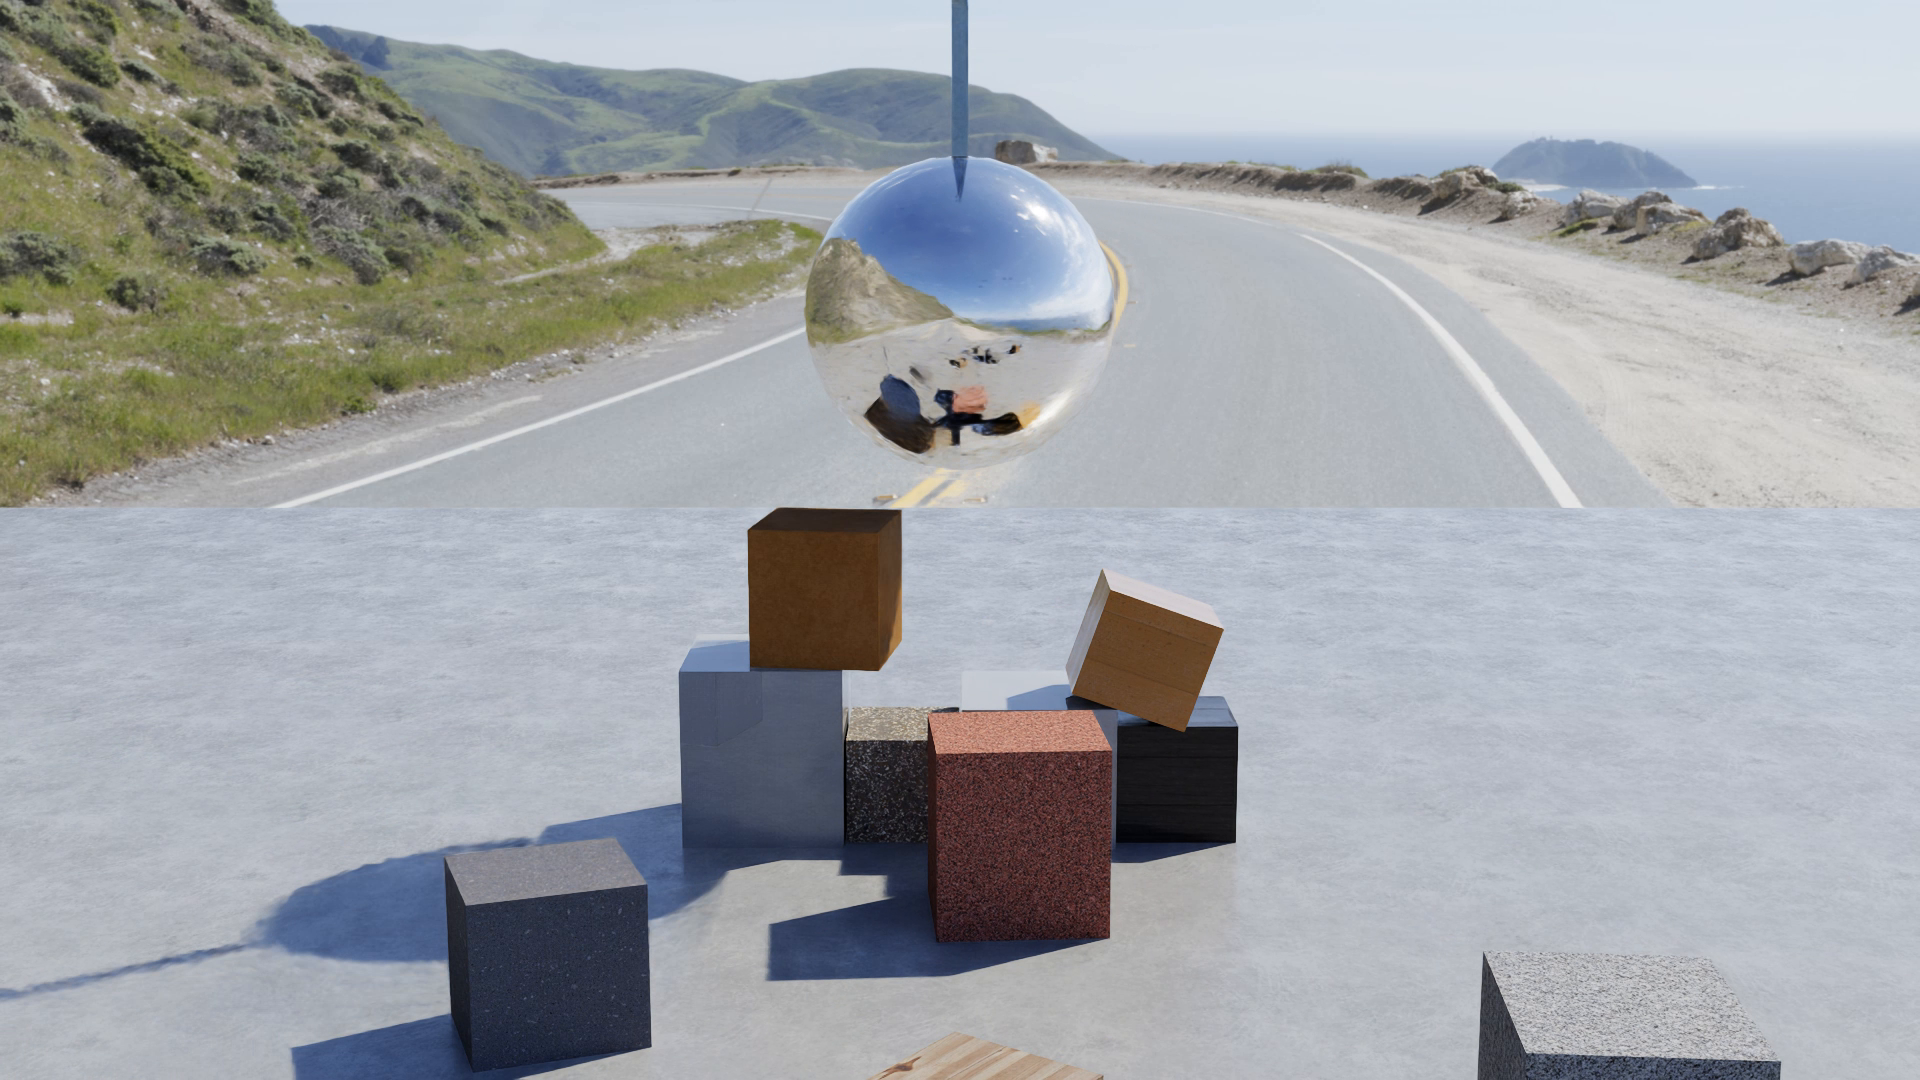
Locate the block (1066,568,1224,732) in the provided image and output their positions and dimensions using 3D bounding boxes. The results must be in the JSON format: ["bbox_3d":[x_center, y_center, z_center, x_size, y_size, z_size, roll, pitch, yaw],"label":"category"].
[{"bbox_3d":[0.923,0.549,11.120,0.596,0.558,0.552,19,10,-4],"label":"block"}]

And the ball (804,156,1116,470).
[{"bbox_3d":[0.000,-1.162,11.290,1.600,1.600,1.600,0,10,0],"label":"ball"}]

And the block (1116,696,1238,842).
[{"bbox_3d":[1.093,1.179,11.385,0.606,0.607,0.617,0,10,0],"label":"block"}]

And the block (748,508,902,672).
[{"bbox_3d":[-0.677,0.239,11.212,0.655,0.695,0.691,1,10,8],"label":"block"}]

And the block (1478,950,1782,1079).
[{"bbox_3d":[2.080,1.863,6.978,0.737,0.838,0.845,1,10,5],"label":"block"}]

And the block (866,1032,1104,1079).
[{"bbox_3d":[0.051,2.001,7.149,0.601,0.504,0.589,8,13,36],"label":"block"}]

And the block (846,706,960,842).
[{"bbox_3d":[-0.289,1.209,11.420,0.568,0.534,0.664,0,10,0],"label":"block"}]

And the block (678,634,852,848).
[{"bbox_3d":[-0.988,1.025,11.380,0.811,0.912,0.838,0,10,0],"label":"block"}]

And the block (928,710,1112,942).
[{"bbox_3d":[0.258,1.292,10.040,0.773,0.866,0.694,-1,10,-4],"label":"block"}]

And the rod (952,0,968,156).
[{"bbox_3d":[0.000,-4.470,10.507,0.080,5.200,0.080,0,13,0],"label":"rod"}]

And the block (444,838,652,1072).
[{"bbox_3d":[-1.642,1.630,8.734,0.692,0.668,0.623,-4,11,-20],"label":"block"}]

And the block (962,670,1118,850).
[{"bbox_3d":[0.394,1.124,11.354,0.772,0.725,0.819,0,10,0],"label":"block"}]
